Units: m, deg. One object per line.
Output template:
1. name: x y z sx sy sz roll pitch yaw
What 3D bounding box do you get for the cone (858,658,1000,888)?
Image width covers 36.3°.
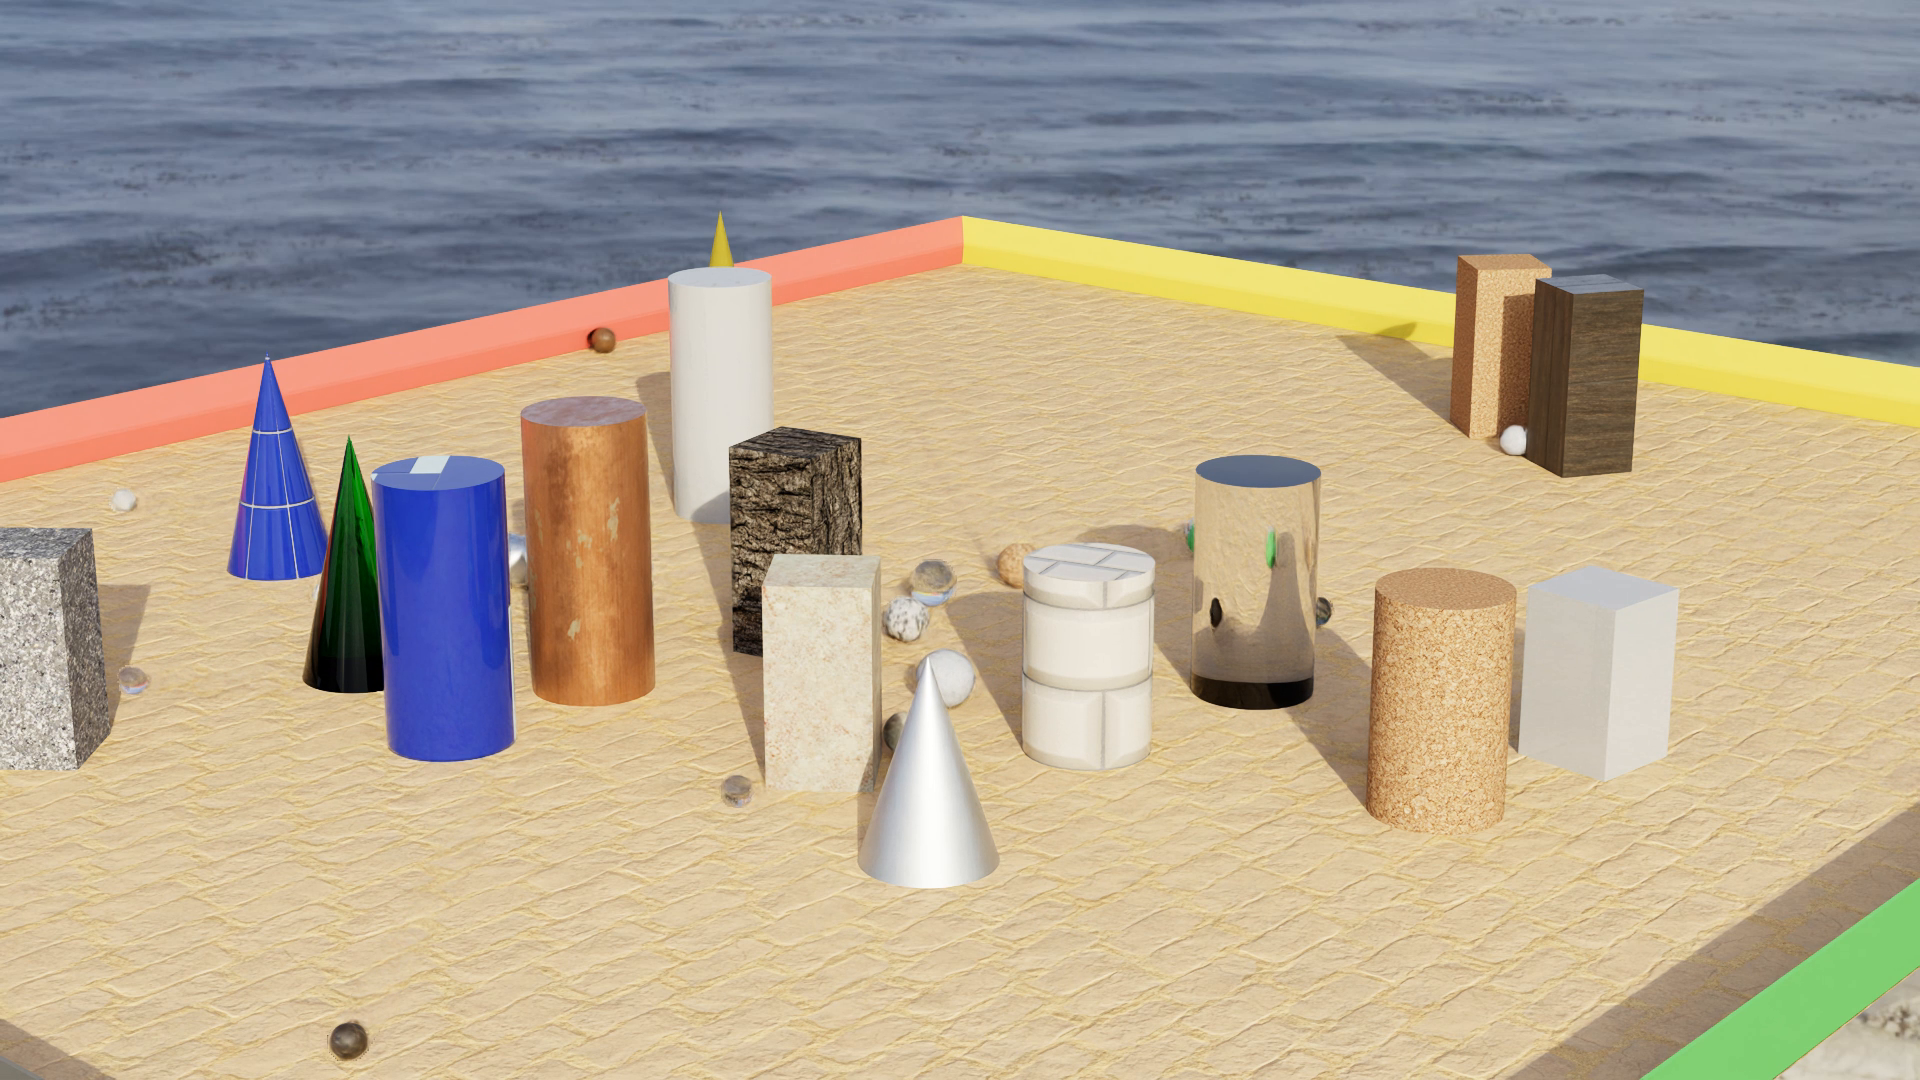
1. cone: -0.043 0.295 3.960 0.195 0.295 0.195 0 17 0

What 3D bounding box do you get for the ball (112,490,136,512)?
1. ball: -1.603 -0.075 5.621 0.044 0.044 0.044 0 17 0

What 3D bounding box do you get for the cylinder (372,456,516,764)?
1. cylinder: -0.769 0.102 4.383 0.195 0.420 0.195 0 17 0

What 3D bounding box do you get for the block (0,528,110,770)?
1. block: -1.376 0.160 4.351 0.156 0.327 0.156 1 17 2

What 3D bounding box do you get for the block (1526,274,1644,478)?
1. block: 1.254 -0.331 5.897 0.156 0.375 0.156 -5 18 -17

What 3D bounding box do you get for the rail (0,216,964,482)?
1. rail: -1.426 -0.326 6.306 0.045 0.127 4.422 14 22 39

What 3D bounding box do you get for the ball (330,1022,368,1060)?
1. ball: -0.715 0.586 3.429 0.044 0.044 0.044 0 17 0

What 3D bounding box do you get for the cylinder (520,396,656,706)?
1. cylinder: -0.583 0.016 4.612 0.195 0.452 0.195 0 17 0

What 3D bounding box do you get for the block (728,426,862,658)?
1. block: -0.267 0.009 4.814 0.156 0.349 0.156 9 19 29

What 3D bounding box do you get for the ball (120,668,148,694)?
1. ball: -1.307 0.223 4.636 0.043 0.043 0.043 0 17 0

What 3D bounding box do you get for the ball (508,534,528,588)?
1. ball: -0.789 0.035 5.166 0.095 0.095 0.095 0 17 0

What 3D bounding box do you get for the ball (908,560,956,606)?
1. ball: -0.048 0.075 5.061 0.080 0.080 0.080 0 17 0

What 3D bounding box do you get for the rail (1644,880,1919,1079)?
1. rail: 1.426 0.389 3.935 0.045 0.127 4.422 14 22 39

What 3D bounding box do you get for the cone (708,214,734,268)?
1. cone: -0.517 -0.506 6.383 0.195 0.429 0.195 0 17 0

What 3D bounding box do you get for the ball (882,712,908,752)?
1. ball: -0.083 0.288 4.380 0.064 0.064 0.064 0 17 0

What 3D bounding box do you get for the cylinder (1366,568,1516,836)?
1. cylinder: 0.677 0.225 4.130 0.195 0.330 0.195 0 17 0

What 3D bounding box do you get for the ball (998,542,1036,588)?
1. ball: 0.106 0.045 5.160 0.081 0.081 0.081 0 17 0

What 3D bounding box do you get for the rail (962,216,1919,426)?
1. rail: 1.434 -0.445 6.702 3.824 0.127 0.045 14 22 39

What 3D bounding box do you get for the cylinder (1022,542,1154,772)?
1. cylinder: 0.190 0.172 4.370 0.195 0.293 0.195 0 17 0

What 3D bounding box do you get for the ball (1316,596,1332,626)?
1. ball: 0.605 0.121 4.961 0.051 0.051 0.051 0 17 0

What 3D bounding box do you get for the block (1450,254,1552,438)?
1. block: 1.139 -0.410 6.185 0.156 0.359 0.156 -2 17 -6

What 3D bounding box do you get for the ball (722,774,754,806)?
1. ball: -0.317 0.358 4.182 0.046 0.046 0.046 0 17 0

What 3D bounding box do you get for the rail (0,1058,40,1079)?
1. rail: -1.434 0.509 3.539 3.824 0.127 0.045 14 22 39

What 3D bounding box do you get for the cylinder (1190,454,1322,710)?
1. cylinder: 0.464 0.065 4.610 0.195 0.360 0.195 0 17 0

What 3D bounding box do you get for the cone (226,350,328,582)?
1. cone: -1.225 -0.145 5.238 0.195 0.399 0.195 0 17 0

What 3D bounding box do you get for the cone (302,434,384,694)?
1. cone: -0.963 0.023 4.677 0.195 0.401 0.195 0 17 0

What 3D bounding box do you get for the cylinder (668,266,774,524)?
1. cylinder: -0.452 -0.276 5.576 0.195 0.455 0.195 0 17 0

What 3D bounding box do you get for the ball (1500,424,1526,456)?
1. ball: 1.141 -0.205 6.018 0.063 0.063 0.063 0 17 0

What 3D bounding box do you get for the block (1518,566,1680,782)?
1. block: 0.945 0.195 4.345 0.156 0.263 0.156 -15 22 -40

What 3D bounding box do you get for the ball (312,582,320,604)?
1. ball: -1.092 0.094 5.053 0.048 0.048 0.048 0 17 0

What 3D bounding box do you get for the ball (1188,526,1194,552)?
1. ball: 0.448 -0.002 5.336 0.069 0.069 0.069 0 17 0

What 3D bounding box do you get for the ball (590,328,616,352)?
1. ball: -0.840 -0.471 6.906 0.060 0.060 0.060 0 17 0

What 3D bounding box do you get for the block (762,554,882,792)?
1. block: -0.199 0.193 4.273 0.156 0.310 0.156 1 17 3

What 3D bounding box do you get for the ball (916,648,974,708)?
1. ball: -0.023 0.216 4.573 0.092 0.092 0.092 0 17 0

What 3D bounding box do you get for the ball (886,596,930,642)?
1. ball: -0.087 0.132 4.883 0.074 0.074 0.074 0 17 0

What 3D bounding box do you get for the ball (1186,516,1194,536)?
1. ball: 0.447 -0.018 5.406 0.060 0.060 0.060 0 17 0
